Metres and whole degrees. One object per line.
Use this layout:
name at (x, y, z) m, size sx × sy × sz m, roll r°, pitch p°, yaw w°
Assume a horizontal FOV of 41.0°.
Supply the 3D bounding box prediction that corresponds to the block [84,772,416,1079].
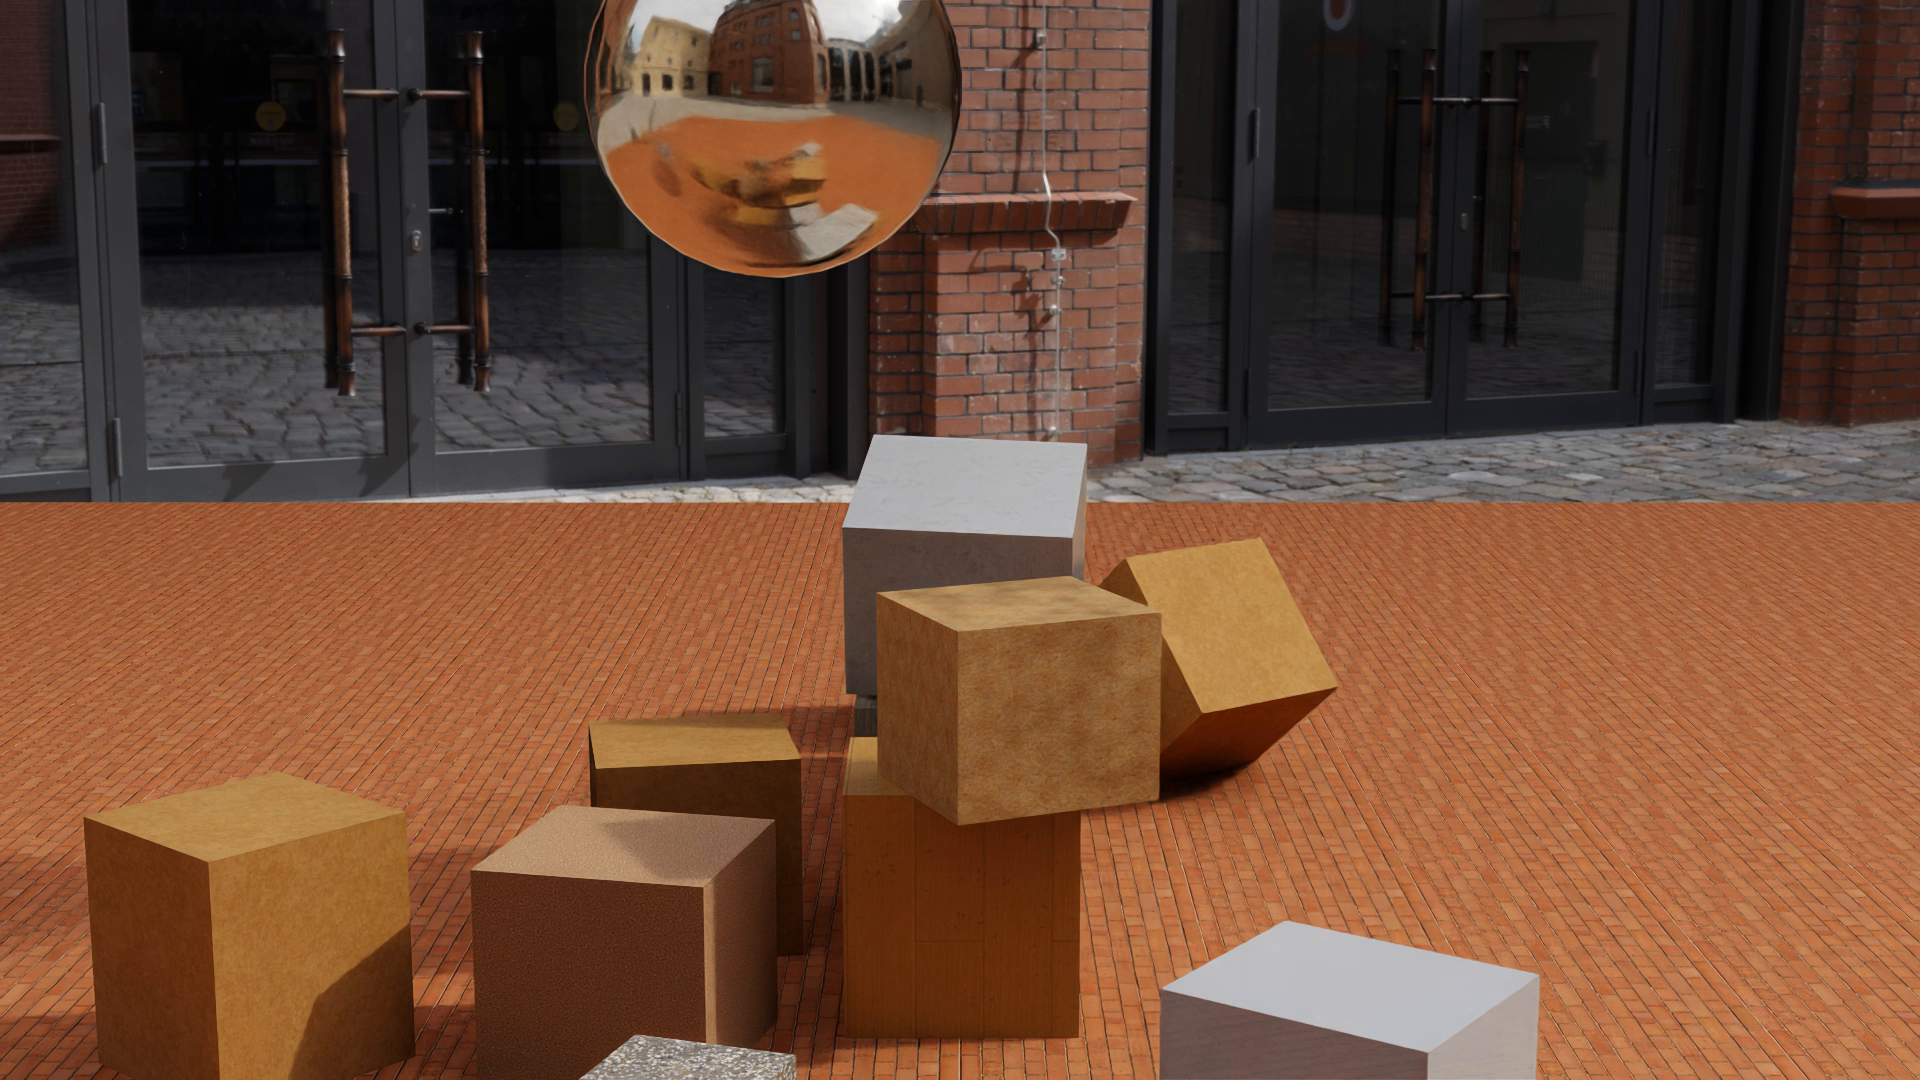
block at (-2.534, 1.423, 9.174) m, size 0.801 × 0.918 × 0.797 m, roll 9°, pitch 14°, yaw 41°

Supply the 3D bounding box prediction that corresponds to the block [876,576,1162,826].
block at (0.204, 0.564, 9.346) m, size 0.793 × 0.689 × 0.735 m, roll -5°, pitch 11°, yaw -24°

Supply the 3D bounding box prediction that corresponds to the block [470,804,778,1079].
block at (-1.194, 1.474, 9.291) m, size 0.852 × 0.776 × 0.827 m, roll 2°, pitch 11°, yaw 13°

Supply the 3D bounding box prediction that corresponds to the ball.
ball at (-0.789, -1.911, 10.833) m, size 1.600 × 1.600 × 1.600 m, roll 0°, pitch 10°, yaw 0°

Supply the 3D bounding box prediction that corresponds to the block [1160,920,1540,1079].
block at (1.166, 1.728, 7.708) m, size 0.862 × 0.842 × 0.767 m, roll 7°, pitch 13°, yaw 35°

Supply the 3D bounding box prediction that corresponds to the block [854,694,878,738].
block at (-0.083, 1.065, 11.348) m, size 0.732 × 0.843 × 0.735 m, roll 0°, pitch 10°, yaw 0°

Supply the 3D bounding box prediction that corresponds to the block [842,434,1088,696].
block at (0.039, 0.116, 11.291) m, size 0.966 × 0.798 × 0.973 m, roll 3°, pitch 26°, yaw 6°

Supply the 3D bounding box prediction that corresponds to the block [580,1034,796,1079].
block at (-0.865, 1.879, 7.913) m, size 0.555 × 0.472 × 0.559 m, roll 3°, pitch 11°, yaw 18°

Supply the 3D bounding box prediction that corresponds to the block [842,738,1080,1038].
block at (0.003, 1.307, 9.784) m, size 0.866 × 0.928 × 0.826 m, roll 0°, pitch 10°, yaw 0°

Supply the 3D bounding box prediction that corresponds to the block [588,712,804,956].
block at (-1.099, 1.218, 10.580) m, size 0.809 × 0.817 × 0.769 m, roll -2°, pitch 10°, yaw -10°

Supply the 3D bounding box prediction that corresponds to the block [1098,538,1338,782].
block at (1.157, 0.617, 12.857) m, size 0.907 × 0.880 × 0.795 m, roll -8°, pitch -28°, yaw -36°
